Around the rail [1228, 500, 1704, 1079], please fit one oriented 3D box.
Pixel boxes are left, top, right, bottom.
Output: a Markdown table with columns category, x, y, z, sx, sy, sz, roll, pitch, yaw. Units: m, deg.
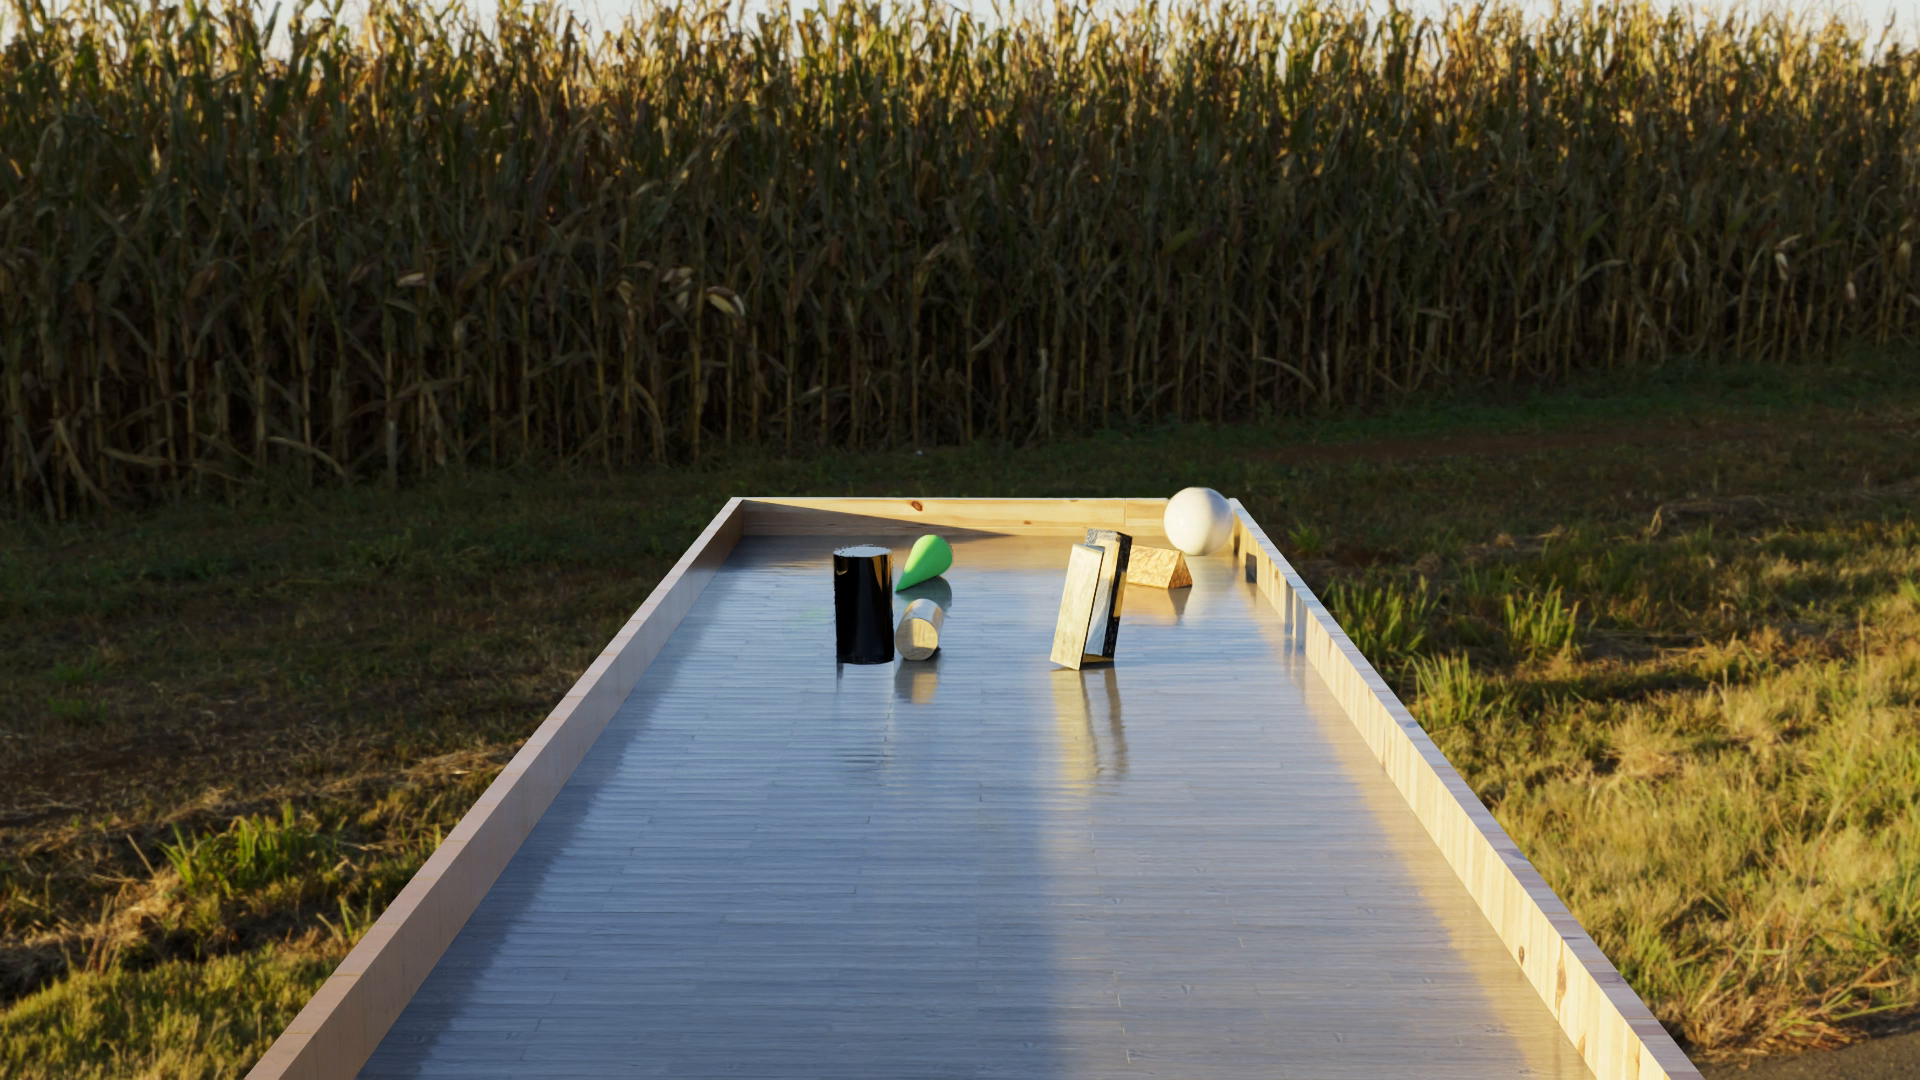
| category | x | y | z | sx | sy | sz | roll | pitch | yaw |
| --- | --- | --- | --- | --- | --- | --- | --- | --- | --- |
| rail | 1.046 | 0.843 | 3.208 | 0.050 | 0.150 | 12.000 | 0 | 9 | 1 |

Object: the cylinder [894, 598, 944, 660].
| category | x | y | z | sx | sy | sz | roll | pitch | yaw |
| --- | --- | --- | --- | --- | --- | --- | --- | --- | --- |
| cylinder | -0.125 | 0.277 | 6.838 | 0.132 | 0.132 | 0.325 | 0 | 9 | 3 |

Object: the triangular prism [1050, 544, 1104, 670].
| category | x | y | z | sx | sy | sz | roll | pitch | yaw |
| --- | --- | --- | --- | --- | --- | --- | --- | --- | --- |
| triangular prism | 0.374 | 0.197 | 6.592 | 0.108 | 0.364 | 0.094 | 18 | 12 | 33 |

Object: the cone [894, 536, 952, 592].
| category | x | y | z | sx | sy | sz | roll | pitch | yaw |
| --- | --- | --- | --- | --- | --- | --- | --- | --- | --- |
| cone | -0.169 | 0.122 | 7.994 | 0.155 | 0.155 | 0.404 | 3 | 20 | 19 |

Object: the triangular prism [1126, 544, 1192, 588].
| category | x | y | z | sx | sy | sz | roll | pitch | yaw |
| --- | --- | --- | --- | --- | --- | --- | --- | --- | --- |
| triangular prism | 0.662 | 0.082 | 8.059 | 0.364 | 0.127 | 0.147 | 8 | 13 | 42 |

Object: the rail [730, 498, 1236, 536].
| category | x | y | z | sx | sy | sz | roll | pitch | yaw |
| --- | --- | --- | --- | --- | --- | --- | --- | --- | --- |
| rail | 0.099 | -0.098 | 9.147 | 2.100 | 0.150 | 0.050 | 0 | 9 | 1 |

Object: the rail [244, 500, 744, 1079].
| category | x | y | z | sx | sy | sz | roll | pitch | yaw |
| --- | --- | --- | --- | --- | --- | --- | --- | --- | --- |
| rail | -1.004 | 0.839 | 3.234 | 0.050 | 0.150 | 12.000 | 0 | 9 | 1 |

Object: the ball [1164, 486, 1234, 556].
| category | x | y | z | sx | sy | sz | roll | pitch | yaw |
| --- | --- | --- | --- | --- | --- | --- | --- | --- | --- |
| ball | 0.934 | -0.075 | 8.611 | 0.272 | 0.272 | 0.272 | 0 | 9 | 0 |

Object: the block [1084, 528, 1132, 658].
| category | x | y | z | sx | sy | sz | roll | pitch | yaw |
| --- | --- | --- | --- | --- | --- | --- | --- | --- | --- |
| block | 0.430 | 0.164 | 6.722 | 0.103 | 0.379 | 0.103 | 6 | -6 | 33 |

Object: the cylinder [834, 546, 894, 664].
| category | x | y | z | sx | sy | sz | roll | pitch | yaw |
| --- | --- | --- | --- | --- | --- | --- | --- | --- | --- |
| cylinder | -0.293 | 0.198 | 6.703 | 0.178 | 0.328 | 0.178 | -1 | 9 | 0 |
